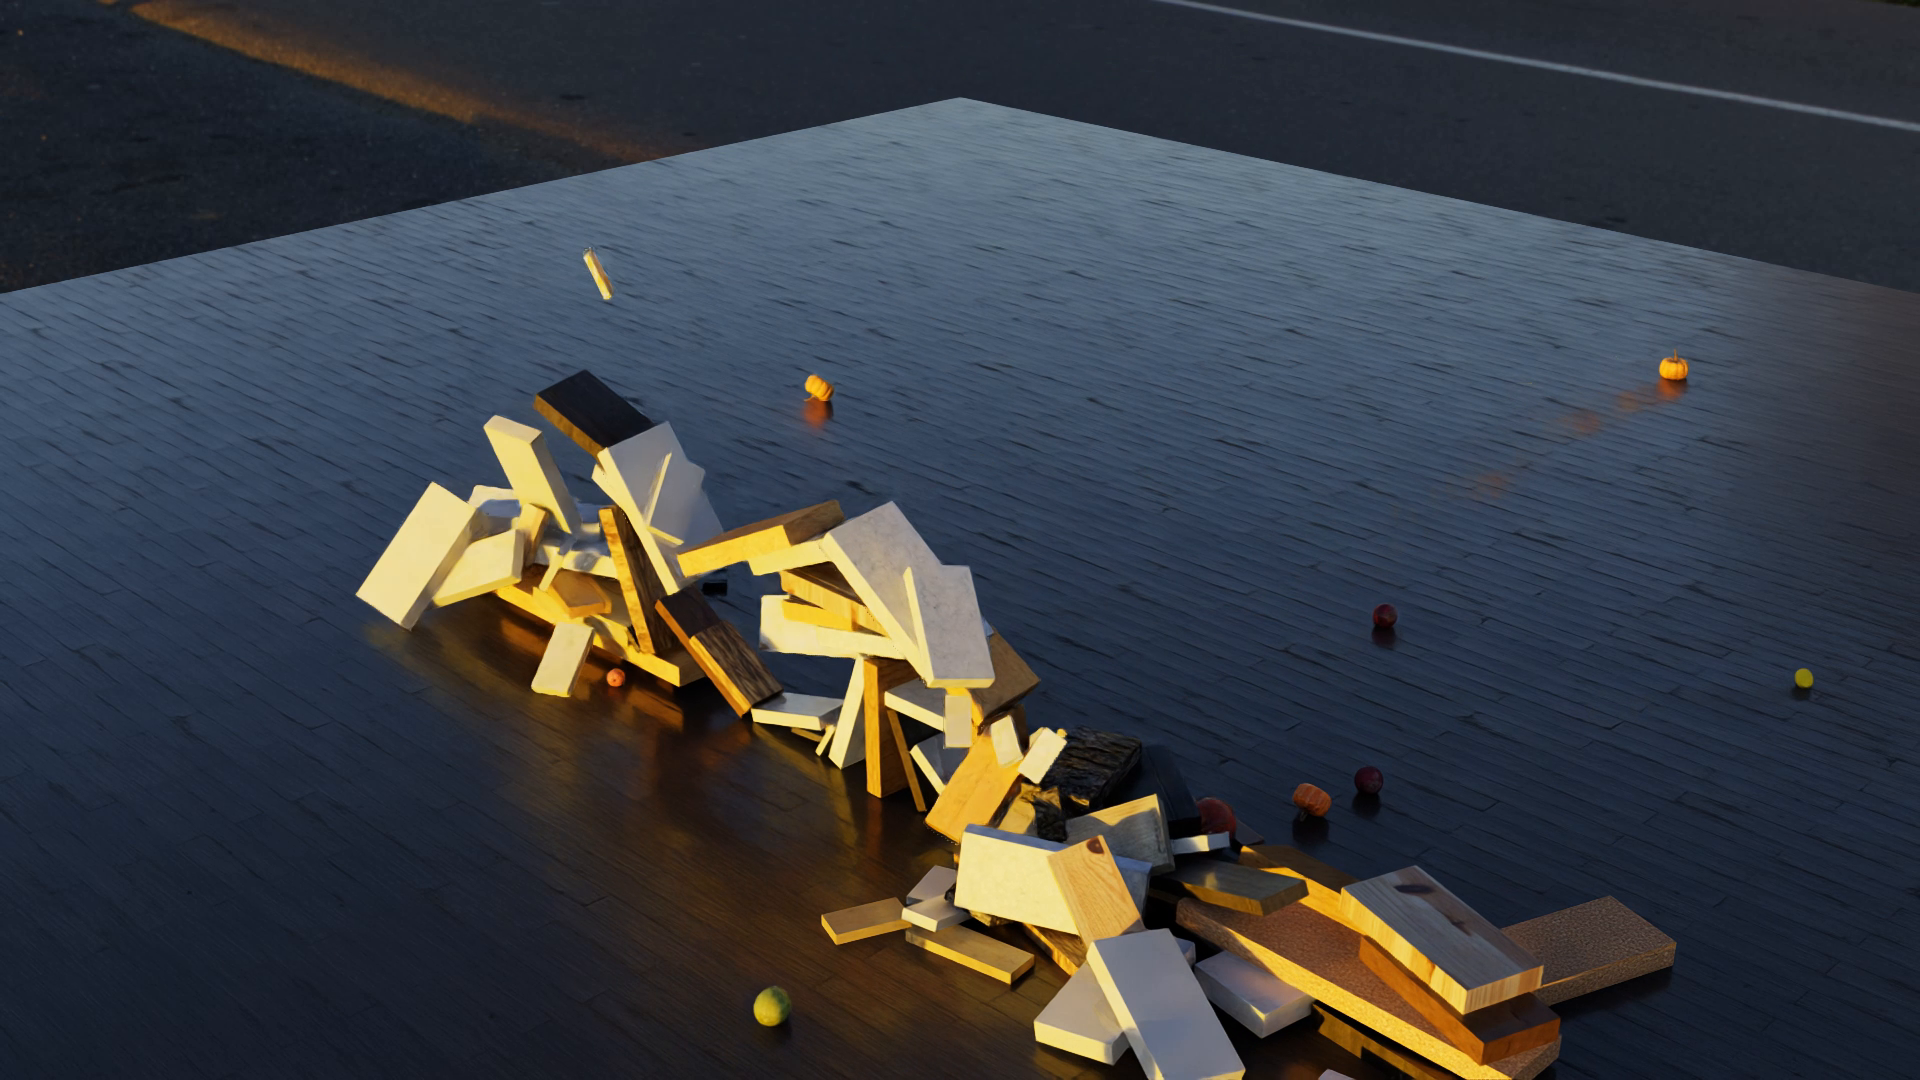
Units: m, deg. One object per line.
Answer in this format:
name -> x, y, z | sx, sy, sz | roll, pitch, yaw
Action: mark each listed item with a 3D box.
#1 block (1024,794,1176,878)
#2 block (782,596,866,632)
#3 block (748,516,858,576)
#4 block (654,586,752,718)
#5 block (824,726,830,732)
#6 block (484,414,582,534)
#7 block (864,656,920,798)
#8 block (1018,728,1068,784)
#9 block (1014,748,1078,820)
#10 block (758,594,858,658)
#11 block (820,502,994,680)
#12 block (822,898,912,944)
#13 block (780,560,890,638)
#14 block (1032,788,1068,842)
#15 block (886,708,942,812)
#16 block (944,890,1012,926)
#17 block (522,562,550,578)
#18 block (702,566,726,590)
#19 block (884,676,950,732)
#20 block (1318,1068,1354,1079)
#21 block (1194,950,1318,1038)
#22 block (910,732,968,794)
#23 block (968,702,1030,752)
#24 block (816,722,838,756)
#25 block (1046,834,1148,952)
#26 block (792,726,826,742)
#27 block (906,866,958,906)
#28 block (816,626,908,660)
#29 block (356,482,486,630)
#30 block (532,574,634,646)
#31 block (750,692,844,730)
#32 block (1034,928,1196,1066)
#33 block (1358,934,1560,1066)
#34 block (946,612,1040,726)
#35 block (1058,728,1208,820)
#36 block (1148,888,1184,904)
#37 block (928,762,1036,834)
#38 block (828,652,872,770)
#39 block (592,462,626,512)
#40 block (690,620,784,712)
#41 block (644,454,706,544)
block -> 0.250, 0.575, 4.051 | 0.277, 0.039, 0.139 | -19, 55, 16
block -> -0.244, 0.141, 4.616 | 0.139, 0.039, 0.278 | -18, 14, -32
block -> -0.285, 0.007, 4.513 | 0.162, 0.046, 0.324 | -26, 9, -35
block -> -0.543, 0.247, 4.909 | 0.104, 0.029, 0.329 | -24, 67, -44
block -> -0.234, 0.392, 4.701 | 0.106, 0.015, 0.053 | -22, -9, 41
block -> -1.009, -0.154, 5.201 | 0.151, 0.302, 0.043 | 19, 55, 30
block -> -0.124, 0.367, 4.514 | 0.149, 0.298, 0.042 | -20, 29, -39
block -> 0.155, 0.407, 4.142 | 0.049, 0.098, 0.014 | 34, -1, 16
block -> 0.156, 0.535, 4.267 | 0.127, 0.036, 0.254 | -20, 67, -39
block -> -0.322, 0.193, 4.922 | 0.253, 0.126, 0.036 | 4, 0, 18
block -> -0.103, 0.094, 4.302 | 0.170, 0.048, 0.340 | -27, 71, -36
block -> -0.173, 0.705, 4.072 | 0.149, 0.021, 0.075 | -10, 25, -22
block -> -0.199, 0.102, 4.506 | 0.324, 0.046, 0.162 | 22, 33, 39
block -> 0.168, 0.516, 4.092 | 0.052, 0.015, 0.103 | -17, 57, 17
block -> -0.068, 0.431, 4.477 | 0.108, 0.217, 0.031 | -20, 5, -39
block -> 0.035, 0.678, 4.070 | 0.062, 0.017, 0.123 | 2, 16, -45
block -> -1.090, 0.054, 5.410 | 0.200, 0.028, 0.100 | 6, 21, 34
block -> -0.616, 0.092, 5.524 | 0.059, 0.017, 0.119 | -2, 23, -5
block -> -0.038, 0.332, 4.396 | 0.108, 0.031, 0.217 | -20, 28, -39
block -> 0.659, 0.924, 3.547 | 0.198, 0.028, 0.099 | 16, 28, 33
block -> 0.596, 0.751, 3.867 | 0.346, 0.049, 0.173 | -16, 31, -34
block -> 0.005, 0.487, 4.420 | 0.108, 0.031, 0.217 | -21, 66, -40
block -> 0.085, 0.460, 4.349 | 0.127, 0.254, 0.036 | -20, 17, -39
block -> -0.264, 0.416, 4.656 | 0.053, 0.106, 0.015 | -18, 63, -36
block -> 0.243, 0.635, 3.873 | 0.108, 0.030, 0.215 | -21, 58, -7
block -> -0.307, 0.416, 4.741 | 0.106, 0.015, 0.053 | 16, 16, 39
block -> -0.047, 0.661, 4.180 | 0.062, 0.017, 0.123 | 11, 25, 23
block -> -0.148, 0.190, 4.502 | 0.149, 0.042, 0.298 | -19, 14, -35
block -> -1.293, 0.037, 5.281 | 0.163, 0.327, 0.046 | 29, -7, 30
block -> -0.824, 0.151, 5.147 | 0.341, 0.048, 0.171 | 19, 30, 38
block -> -0.344, 0.372, 4.788 | 0.208, 0.029, 0.104 | 3, 19, 41
block -> 0.271, 0.778, 3.794 | 0.150, 0.043, 0.301 | 11, 32, 32
block -> 0.831, 0.748, 3.676 | 0.160, 0.045, 0.320 | -11, 28, -26
block -> -0.037, 0.169, 4.353 | 0.162, 0.046, 0.416 | -28, 70, -42
block -> 0.342, 0.483, 4.484 | 0.164, 0.047, 0.328 | 13, 13, -34
block -> 0.377, 0.636, 4.069 | 0.139, 0.020, 0.070 | 12, 30, 36
block -> 0.076, 0.541, 4.188 | 0.254, 0.036, 0.127 | 28, 76, 23
block -> -0.175, 0.336, 4.592 | 0.149, 0.298, 0.042 | -20, 50, -39
block -> -0.680, -0.086, 4.905 | 0.139, 0.039, 0.278 | -21, 55, -42
block -> -0.494, 0.277, 4.868 | 0.104, 0.029, 0.208 | -26, 68, -44
block -> -0.614, -0.089, 4.744 | 0.088, 0.176, 0.025 | 26, -26, -27
